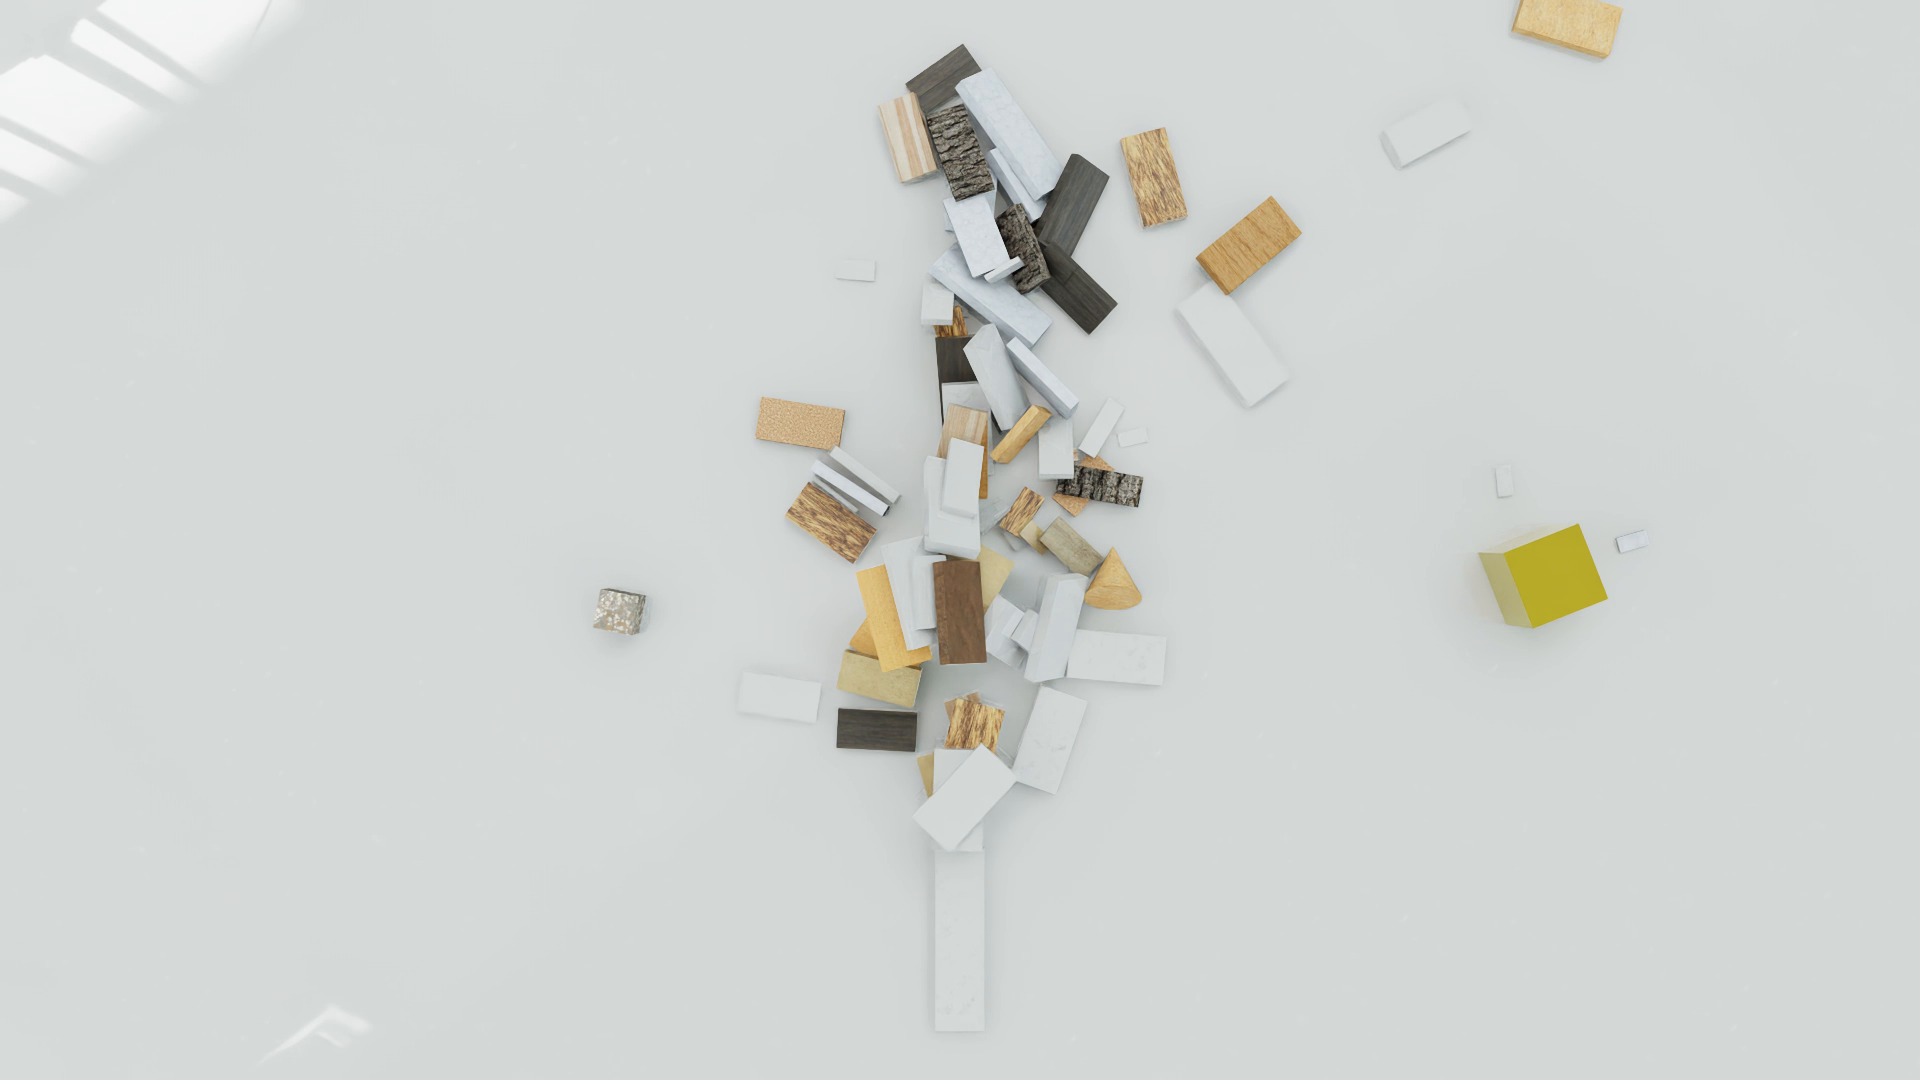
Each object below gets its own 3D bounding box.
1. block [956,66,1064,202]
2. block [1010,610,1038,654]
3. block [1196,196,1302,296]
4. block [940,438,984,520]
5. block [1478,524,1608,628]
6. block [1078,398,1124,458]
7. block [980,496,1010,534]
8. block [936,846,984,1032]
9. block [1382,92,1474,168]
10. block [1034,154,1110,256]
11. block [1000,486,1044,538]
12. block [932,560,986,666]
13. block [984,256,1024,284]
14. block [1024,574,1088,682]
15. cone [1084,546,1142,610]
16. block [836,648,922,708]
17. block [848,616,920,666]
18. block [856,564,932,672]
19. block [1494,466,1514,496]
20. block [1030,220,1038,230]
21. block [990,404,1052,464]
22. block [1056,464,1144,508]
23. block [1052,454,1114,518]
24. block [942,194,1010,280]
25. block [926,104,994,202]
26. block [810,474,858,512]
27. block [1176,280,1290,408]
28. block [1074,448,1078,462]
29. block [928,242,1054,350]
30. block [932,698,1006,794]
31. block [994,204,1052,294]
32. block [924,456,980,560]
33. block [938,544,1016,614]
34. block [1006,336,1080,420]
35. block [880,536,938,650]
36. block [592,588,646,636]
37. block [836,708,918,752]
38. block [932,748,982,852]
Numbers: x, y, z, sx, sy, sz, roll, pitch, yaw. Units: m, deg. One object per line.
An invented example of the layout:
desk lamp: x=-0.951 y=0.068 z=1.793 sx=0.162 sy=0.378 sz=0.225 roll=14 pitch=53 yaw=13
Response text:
block: x=0.175 y=-1.339 z=5.438 sx=0.151 sy=0.043 sz=0.458 roll=-35 pitch=90 yaw=-37
block: x=0.254 y=0.321 z=5.395 sx=0.032 sy=0.224 sz=0.112 roll=25 pitch=80 yaw=37
block: x=0.955 y=-0.973 z=5.453 sx=0.324 sy=0.046 sz=0.162 roll=-40 pitch=90 yaw=-8
block: x=0.008 y=-0.198 z=5.252 sx=0.111 sy=0.031 sz=0.278 roll=15 pitch=52 yaw=-11
block: x=1.894 y=0.114 z=5.371 sx=0.258 sy=0.258 sz=0.258 roll=-22 pitch=90 yaw=0
block: x=0.469 y=-0.371 z=5.475 sx=0.062 sy=0.017 sz=0.201 roll=32 pitch=81 yaw=0
block: x=0.104 y=-0.081 z=5.474 sx=0.123 sy=0.017 sz=0.062 roll=-42 pitch=51 yaw=0
block: x=-0.001 y=1.323 z=5.477 sx=0.163 sy=0.046 sz=0.601 roll=0 pitch=90 yaw=0
block: x=1.554 y=-1.362 z=5.481 sx=0.265 sy=0.037 sz=0.132 roll=-28 pitch=90 yaw=0
block: x=0.365 y=-1.100 z=5.437 sx=0.151 sy=0.043 sz=0.302 roll=26 pitch=90 yaw=-37
block: x=0.207 y=-0.091 z=5.470 sx=0.078 sy=0.022 sz=0.156 roll=32 pitch=85 yaw=11
block: x=0.000 y=0.226 z=5.121 sx=0.159 sy=0.045 sz=0.318 roll=2 pitch=82 yaw=-43
block: x=0.146 y=-0.882 z=5.392 sx=0.127 sy=0.063 sz=0.018 roll=-28 pitch=80 yaw=13
block: x=0.314 y=0.285 z=5.382 sx=0.045 sy=0.159 sz=0.352 roll=24 pitch=108 yaw=37
cone: x=0.506 y=0.105 z=5.457 sx=0.191 sy=0.191 sz=0.191 roll=3 pitch=63 yaw=0
block: x=-0.267 y=0.458 z=5.457 sx=0.263 sy=0.037 sz=0.131 roll=14 pitch=102 yaw=5
block: x=-0.243 y=0.366 z=5.484 sx=0.234 sy=0.032 sz=0.112 roll=35 pitch=90 yaw=0
block: x=-0.207 y=0.236 z=5.186 sx=0.163 sy=0.046 sz=0.326 roll=-15 pitch=90 yaw=0
block: x=1.812 y=-0.197 z=5.493 sx=0.050 sy=0.014 sz=0.101 roll=-6 pitch=90 yaw=0
block: x=0.272 y=-1.050 z=5.491 sx=0.127 sy=0.018 sz=0.063 roll=42 pitch=90 yaw=0
block: x=0.200 y=-0.346 z=5.415 sx=0.031 sy=0.111 sz=0.221 roll=47 pitch=107 yaw=19
block: x=0.463 y=-0.182 z=5.457 sx=0.273 sy=0.029 sz=0.102 roll=10 pitch=90 yaw=0
block: x=0.410 y=-0.187 z=5.486 sx=0.102 sy=0.029 sz=0.204 roll=40 pitch=90 yaw=0
block: x=0.055 y=-1.005 z=5.394 sx=0.134 sy=0.038 sz=0.268 roll=-22 pitch=90 yaw=-1
block: x=-0.002 y=-1.273 z=5.415 sx=0.134 sy=0.038 sz=0.337 roll=-18 pitch=66 yaw=0
block: x=-0.418 y=-0.154 z=5.476 sx=0.189 sy=0.048 sz=0.014 roll=38 pitch=90 yaw=0
block: x=0.904 y=-0.655 z=5.477 sx=0.162 sy=0.046 sz=0.410 roll=-37 pitch=90 yaw=0
block: x=0.339 y=-0.275 z=5.444 sx=0.095 sy=0.014 sz=0.048 roll=-7 pitch=62 yaw=-4
block: x=0.104 y=-0.803 z=5.437 sx=0.419 sy=0.042 sz=0.149 roll=38 pitch=51 yaw=0
block: x=0.022 y=0.716 z=5.408 sx=0.163 sy=0.046 sz=0.368 roll=15 pitch=90 yaw=0
block: x=0.201 y=-0.957 z=5.429 sx=0.037 sy=0.132 sz=0.265 roll=-19 pitch=86 yaw=-36
block: x=-0.027 y=-0.105 z=5.228 sx=0.167 sy=0.047 sz=0.355 roll=11 pitch=49 yaw=-15
block: x=-0.024 y=0.129 z=5.354 sx=0.292 sy=0.292 sz=0.292 roll=29 pitch=90 yaw=0
block: x=0.267 y=-0.529 z=5.409 sx=0.042 sy=0.148 sz=0.297 roll=-44 pitch=84 yaw=-7
block: x=-0.124 y=0.160 z=5.145 sx=0.167 sy=0.047 sz=0.335 roll=-14 pitch=90 yaw=-31
block: x=-1.121 y=0.236 z=5.436 sx=0.128 sy=0.128 sz=0.128 roll=11 pitch=90 yaw=0
block: x=-0.276 y=0.630 z=5.481 sx=0.263 sy=0.037 sz=0.131 roll=3 pitch=90 yaw=0
block: x=-0.006 y=0.843 z=5.362 sx=0.163 sy=0.046 sz=0.326 roll=2 pitch=90 yaw=0
